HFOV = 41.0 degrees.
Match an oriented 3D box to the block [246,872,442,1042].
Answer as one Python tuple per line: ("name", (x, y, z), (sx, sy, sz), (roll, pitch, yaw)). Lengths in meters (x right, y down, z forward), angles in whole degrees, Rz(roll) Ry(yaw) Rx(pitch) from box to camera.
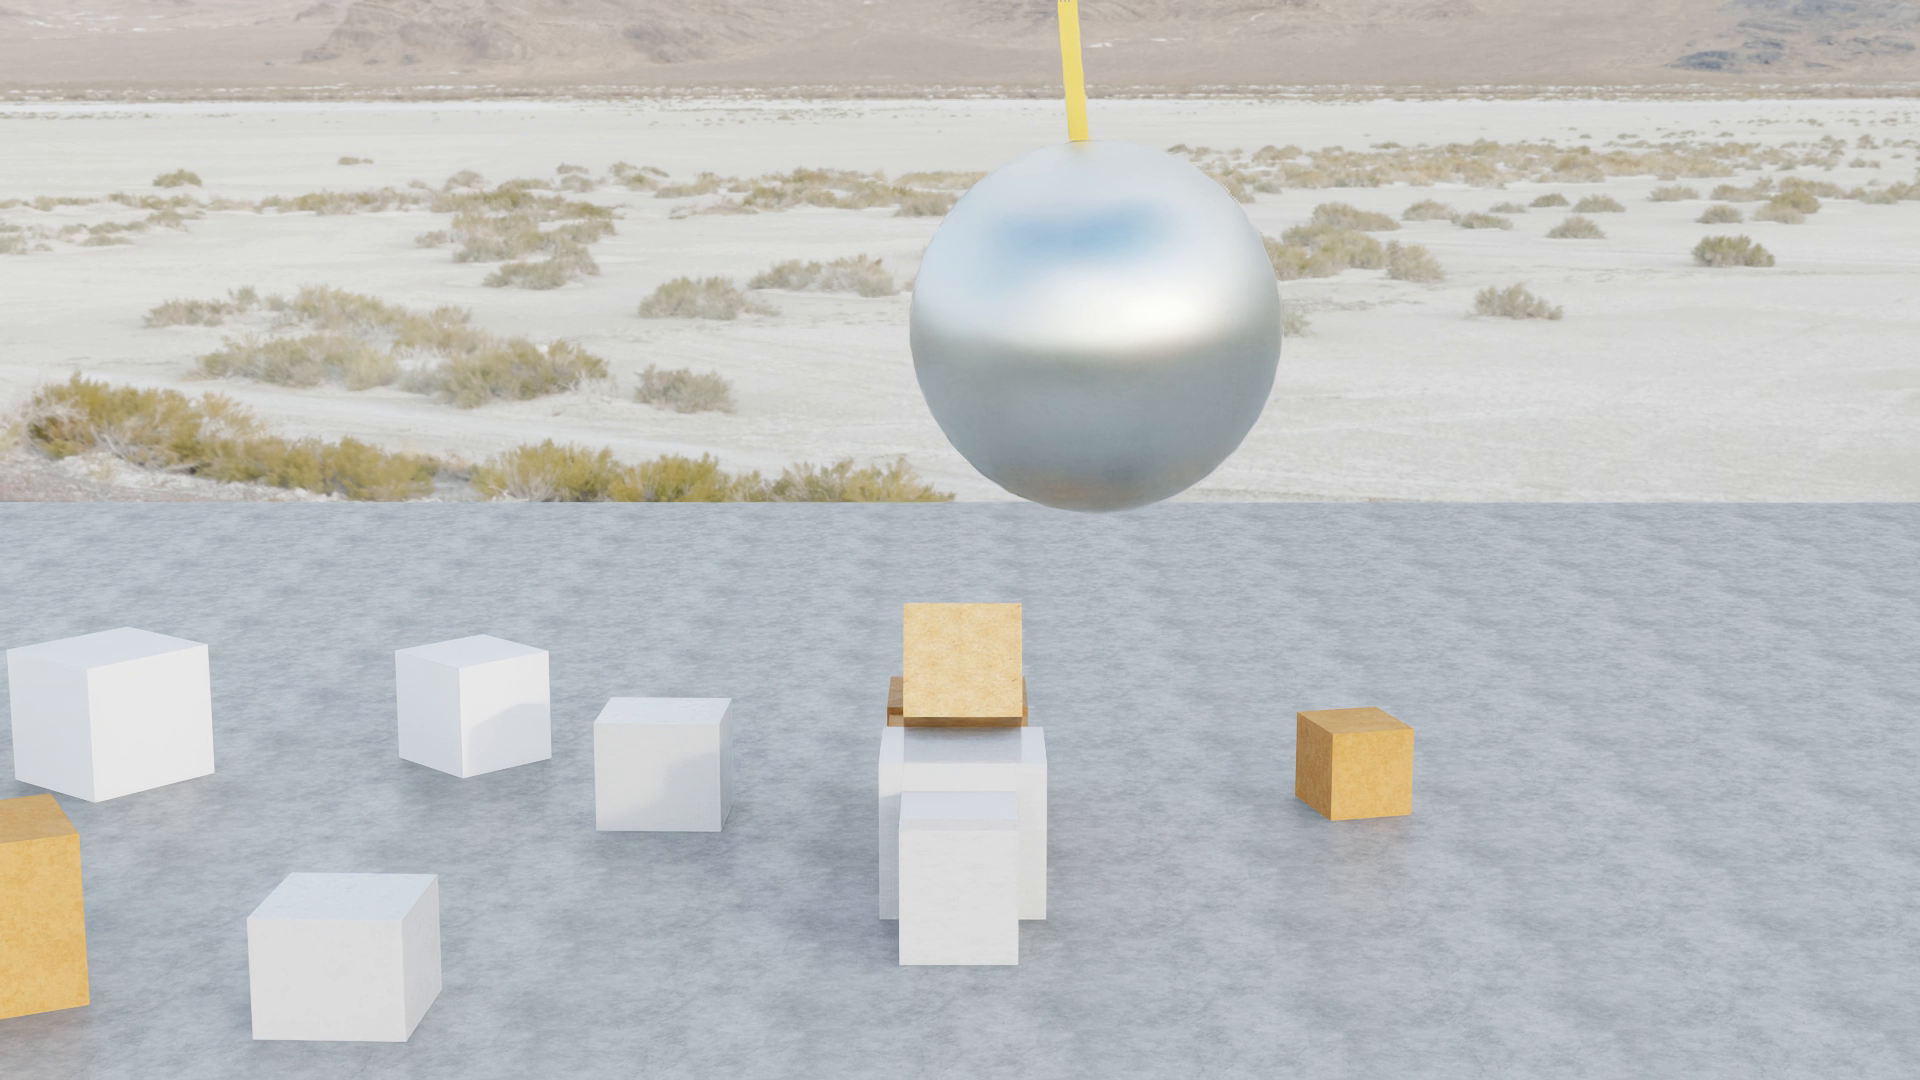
("block", (-2.308, 1.564, 9.666), (0.570, 0.465, 0.550), (0, 10, 2))

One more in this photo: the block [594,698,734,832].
("block", (-1.408, 1.066, 12.248), (0.588, 0.520, 0.503), (0, 10, 2))

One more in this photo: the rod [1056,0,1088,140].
("rod", (0.252, -4.243, 10.409), (0.080, 5.200, 0.080), (-5, 10, 1))

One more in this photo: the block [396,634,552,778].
("block", (-2.520, 0.851, 13.290), (0.574, 0.570, 0.549), (10, 14, 44))

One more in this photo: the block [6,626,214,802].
("block", (-4.276, 0.866, 12.931), (0.687, 0.669, 0.693), (8, 13, 37))

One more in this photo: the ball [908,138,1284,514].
("ball", (0.581, -0.913, 11.014), (1.600, 1.600, 1.600), (0, 10, 0))

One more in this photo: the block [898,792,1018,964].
("block", (-0.005, 1.373, 10.460), (0.475, 0.557, 0.551), (0, 10, 0))

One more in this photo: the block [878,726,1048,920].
("block", (0.012, 1.208, 11.030), (0.701, 0.677, 0.609), (0, 10, 0))

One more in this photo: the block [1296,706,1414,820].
("block", (1.909, 1.080, 12.442), (0.414, 0.424, 0.453), (-3, 11, -14))

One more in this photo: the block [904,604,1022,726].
("block", (0.010, 0.582, 11.351), (0.513, 0.502, 0.501), (0, -15, 0))

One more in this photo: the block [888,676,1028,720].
("block", (-0.011, 1.017, 12.302), (0.656, 0.598, 0.615), (0, 10, 0))

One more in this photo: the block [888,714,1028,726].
("block", (-0.007, 1.149, 11.671), (0.641, 0.563, 0.654), (0, 10, 0))

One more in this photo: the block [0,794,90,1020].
("block", (-3.797, 1.424, 9.837), (0.737, 0.679, 0.623), (-6, 12, -28))
